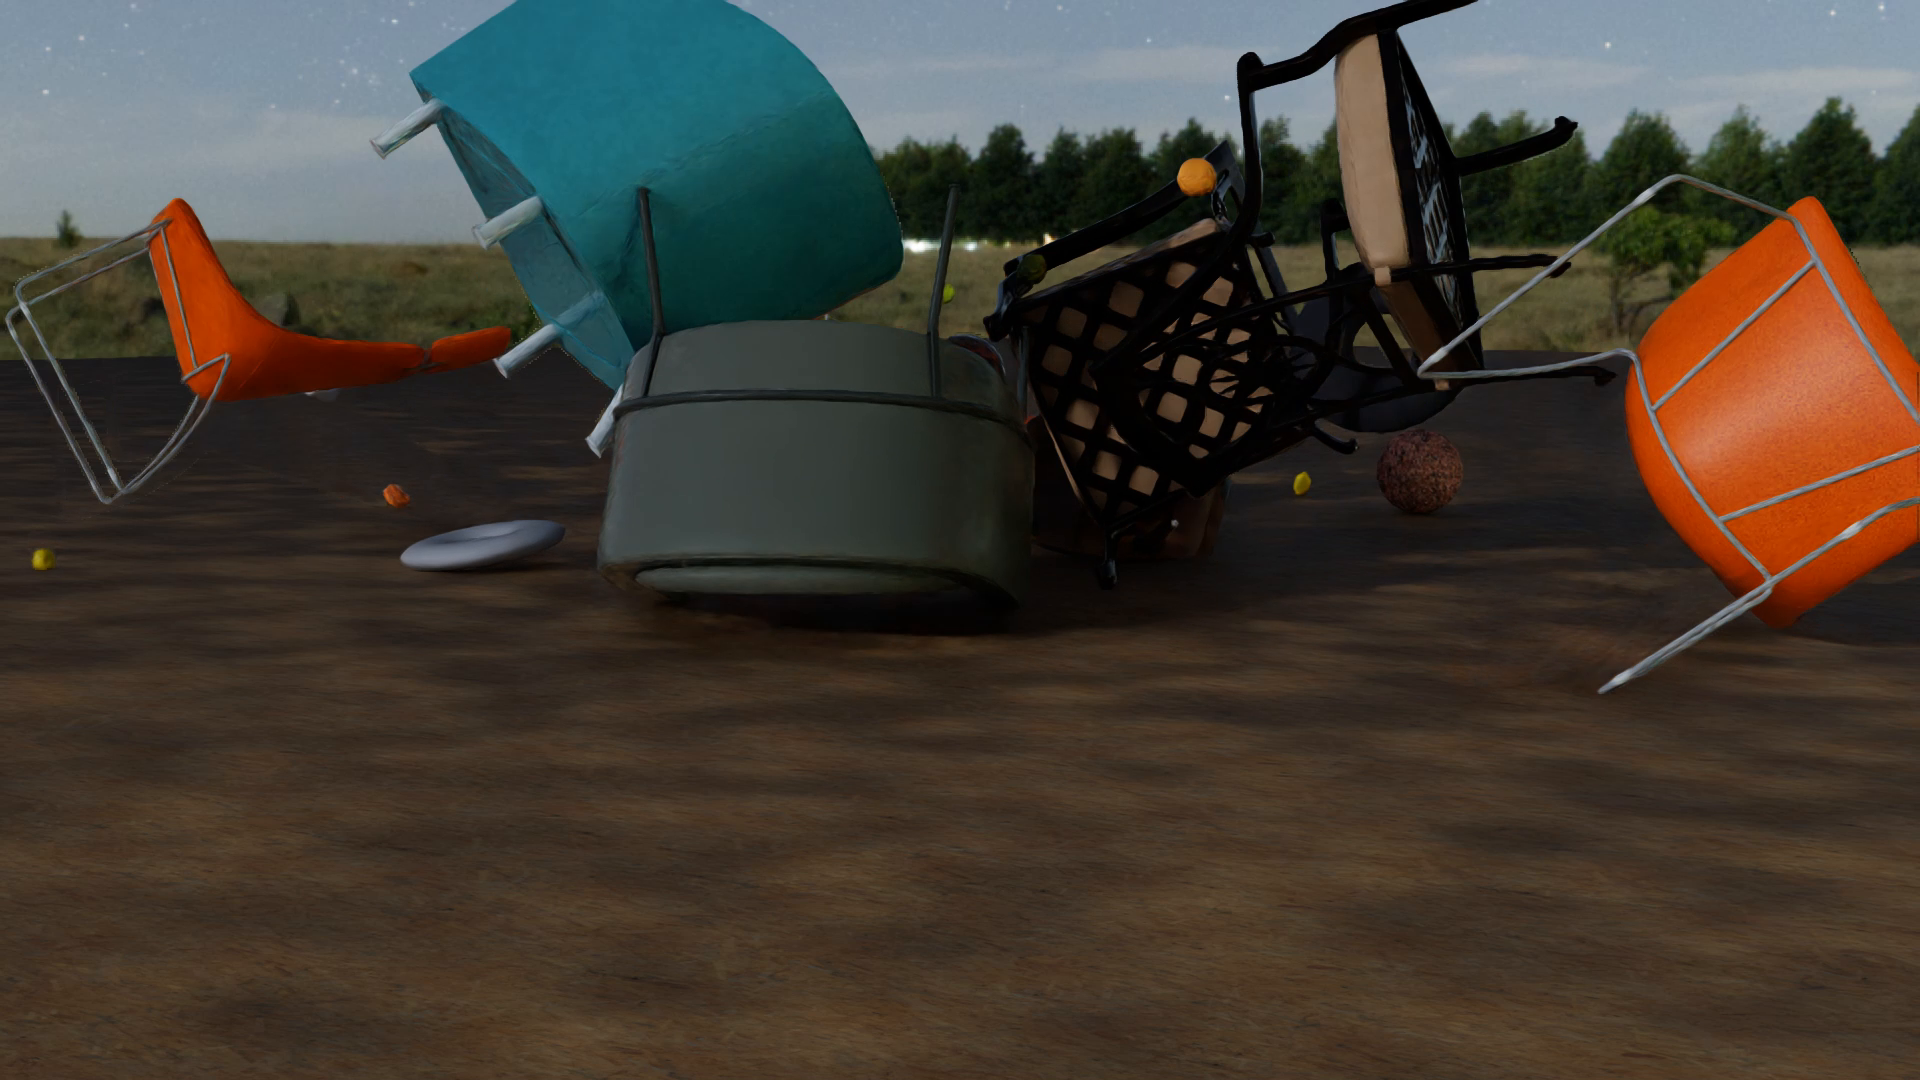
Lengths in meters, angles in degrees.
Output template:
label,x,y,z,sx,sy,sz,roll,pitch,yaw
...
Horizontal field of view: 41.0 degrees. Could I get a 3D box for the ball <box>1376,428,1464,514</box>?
label,x,y,z,sx,sy,sz,roll,pitch,yaw
ball,1.275,-0.191,7.112,0.236,0.236,0.236,0,6,0

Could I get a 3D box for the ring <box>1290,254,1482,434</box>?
label,x,y,z,sx,sy,sz,roll,pitch,yaw
ring,0.869,-0.401,5.247,0.402,0.358,0.082,-25,-8,19

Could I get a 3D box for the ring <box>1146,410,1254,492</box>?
label,x,y,z,sx,sy,sz,roll,pitch,yaw
ring,0.719,-0.268,7.722,0.387,0.157,0.218,-28,-28,37

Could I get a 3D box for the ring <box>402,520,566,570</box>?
label,x,y,z,sx,sy,sz,roll,pitch,yaw
ring,-1.087,0.012,5.852,0.373,0.059,0.378,-2,11,36

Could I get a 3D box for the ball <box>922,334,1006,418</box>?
label,x,y,z,sx,sy,sz,roll,pitch,yaw
ball,0.009,-0.381,5.984,0.197,0.197,0.197,0,6,0

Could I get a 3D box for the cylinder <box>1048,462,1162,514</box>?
label,x,y,z,sx,sy,sz,roll,pitch,yaw
cylinder,0.407,-0.148,7.163,0.309,0.131,0.193,1,23,6

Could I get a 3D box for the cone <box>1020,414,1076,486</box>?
label,x,y,z,sx,sy,sz,roll,pitch,yaw
cone,0.246,-0.237,8.147,0.158,0.238,0.234,2,35,33

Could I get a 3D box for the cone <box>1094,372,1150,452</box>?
label,x,y,z,sx,sy,sz,roll,pitch,yaw
cone,0.403,-0.377,7.021,0.114,0.258,0.164,33,-6,-33
